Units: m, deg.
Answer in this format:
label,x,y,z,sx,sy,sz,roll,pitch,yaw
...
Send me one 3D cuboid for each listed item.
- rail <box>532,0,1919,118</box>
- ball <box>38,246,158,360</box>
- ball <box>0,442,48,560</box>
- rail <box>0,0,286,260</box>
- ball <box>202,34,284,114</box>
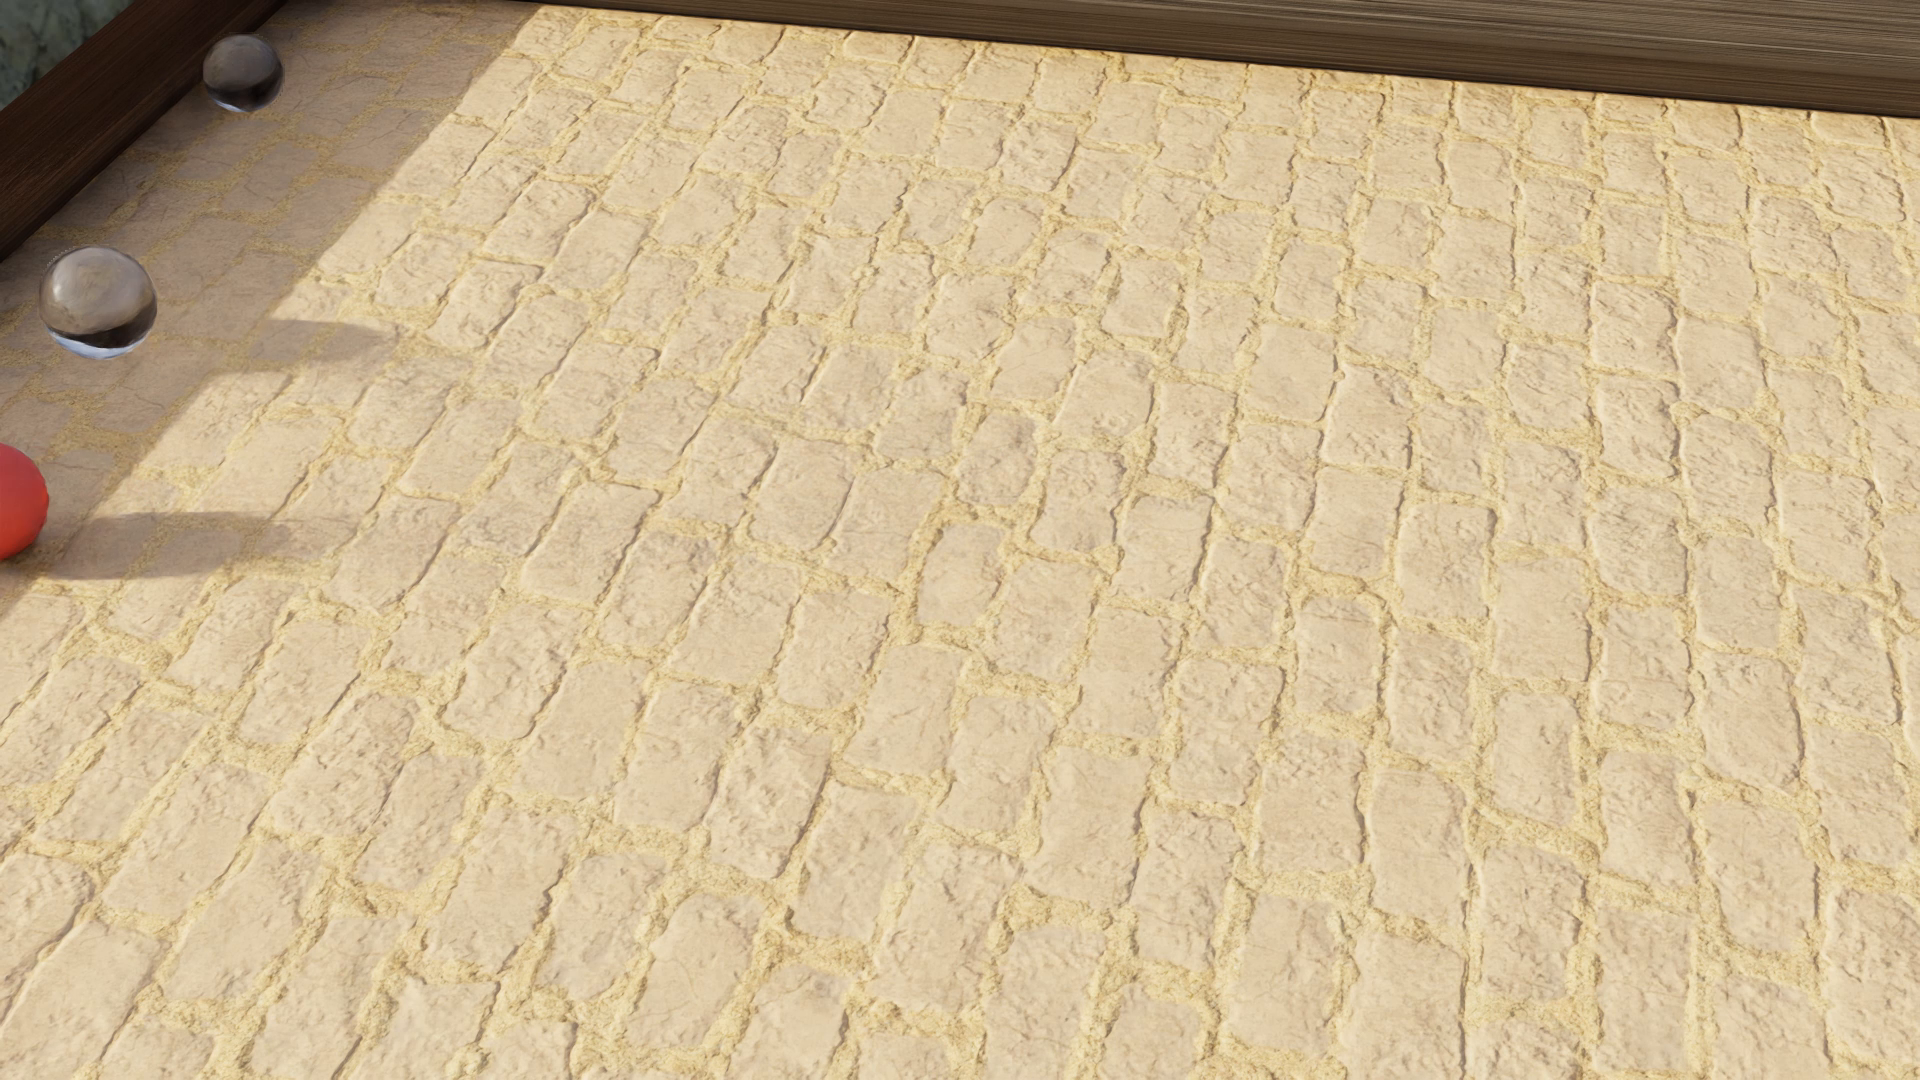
label,x,y,z,sx,sy,sz,roll,pitch,yaw
rail,1.144,-0.445,2.504,3.849,0.125,0.045,7,35,10
ball,-0.730,-0.201,2.173,0.096,0.096,0.096,0,34,0
ball,-0.732,-0.029,1.924,0.092,0.092,0.092,0,34,0
rail,-0.919,-0.122,2.029,0.045,0.125,2.017,7,35,10
ball,-0.722,-0.470,2.584,0.079,0.079,0.079,0,34,0
